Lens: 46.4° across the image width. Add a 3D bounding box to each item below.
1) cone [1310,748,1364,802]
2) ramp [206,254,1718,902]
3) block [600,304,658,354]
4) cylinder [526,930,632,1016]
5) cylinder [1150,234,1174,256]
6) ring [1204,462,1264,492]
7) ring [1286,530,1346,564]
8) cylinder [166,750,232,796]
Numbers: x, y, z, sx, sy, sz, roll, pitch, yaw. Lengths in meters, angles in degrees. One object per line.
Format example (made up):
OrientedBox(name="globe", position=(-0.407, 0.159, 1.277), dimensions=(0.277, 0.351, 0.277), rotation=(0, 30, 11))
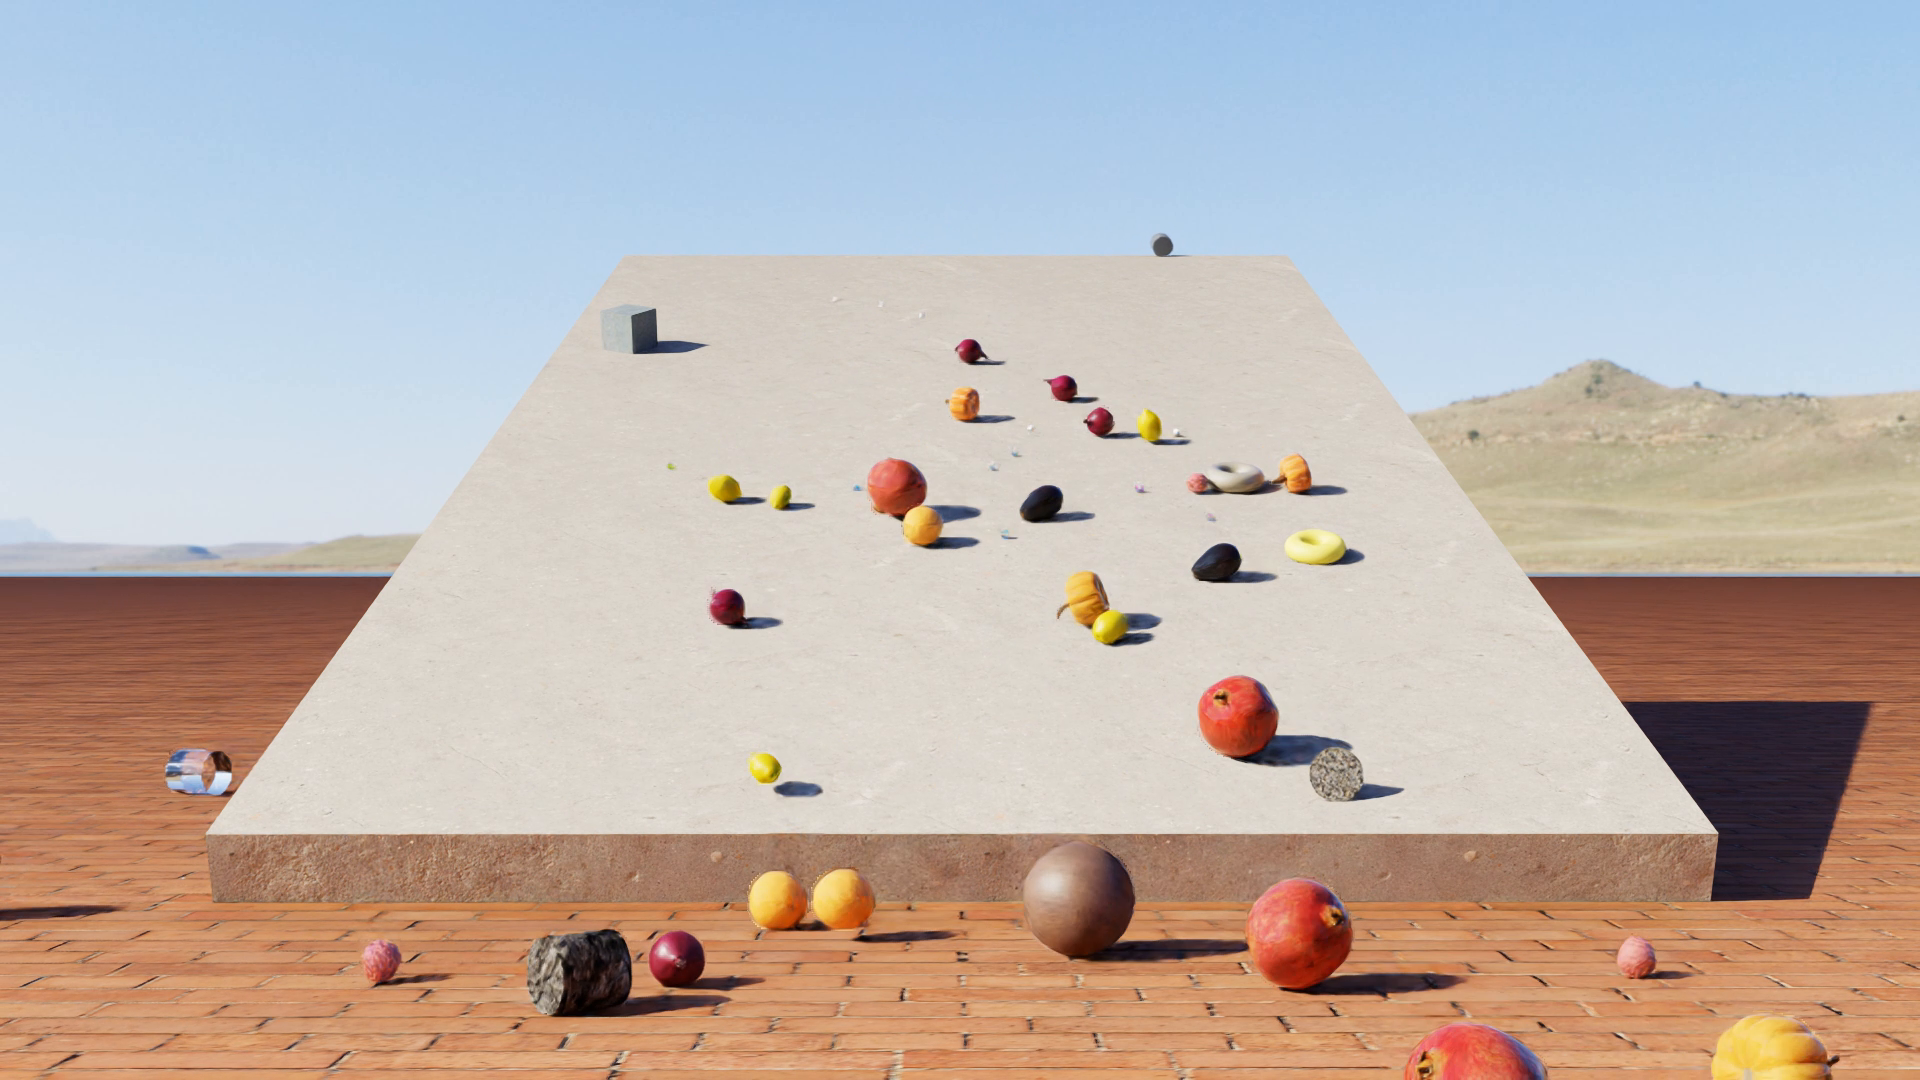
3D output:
OrientedBox(name="cone", position=(0.515, 0.326, 3.098), dimensions=(0.074, 0.074, 0.074), rotation=(0, -8, 1))
OrientedBox(name="ramp", position=(-0.004, -0.189, 4.875), dimensions=(2.000, 0.100, 4.000), rotation=(0, 18, 0))
OrientedBox(name="block", position=(-0.825, -0.526, 5.581), dimensions=(0.098, 0.098, 0.098), rotation=(11, 21, 30))
OrientedBox(name="cylinder", position=(-0.383, 0.435, 2.256), dimensions=(0.077, 0.077, 0.077), rotation=(1, -1, -38))
OrientedBox(name="cylinder", position=(0.607, -0.889, 6.751), dimensions=(0.061, 0.061, 0.061), rotation=(0, 18, -4))
OrientedBox(name="ring", position=(0.547, -0.124, 4.460), dimensions=(0.120, 0.040, 0.120), rotation=(1, 18, 0))
OrientedBox(name="ring", position=(0.642, 0.013, 4.045), dimensions=(0.110, 0.037, 0.110), rotation=(-1, 22, 1))
OrientedBox(name="cylinder", position=(-1.501, 0.458, 4.415), dimensions=(0.088, 0.088, 0.088), rotation=(0, -1, 21))
